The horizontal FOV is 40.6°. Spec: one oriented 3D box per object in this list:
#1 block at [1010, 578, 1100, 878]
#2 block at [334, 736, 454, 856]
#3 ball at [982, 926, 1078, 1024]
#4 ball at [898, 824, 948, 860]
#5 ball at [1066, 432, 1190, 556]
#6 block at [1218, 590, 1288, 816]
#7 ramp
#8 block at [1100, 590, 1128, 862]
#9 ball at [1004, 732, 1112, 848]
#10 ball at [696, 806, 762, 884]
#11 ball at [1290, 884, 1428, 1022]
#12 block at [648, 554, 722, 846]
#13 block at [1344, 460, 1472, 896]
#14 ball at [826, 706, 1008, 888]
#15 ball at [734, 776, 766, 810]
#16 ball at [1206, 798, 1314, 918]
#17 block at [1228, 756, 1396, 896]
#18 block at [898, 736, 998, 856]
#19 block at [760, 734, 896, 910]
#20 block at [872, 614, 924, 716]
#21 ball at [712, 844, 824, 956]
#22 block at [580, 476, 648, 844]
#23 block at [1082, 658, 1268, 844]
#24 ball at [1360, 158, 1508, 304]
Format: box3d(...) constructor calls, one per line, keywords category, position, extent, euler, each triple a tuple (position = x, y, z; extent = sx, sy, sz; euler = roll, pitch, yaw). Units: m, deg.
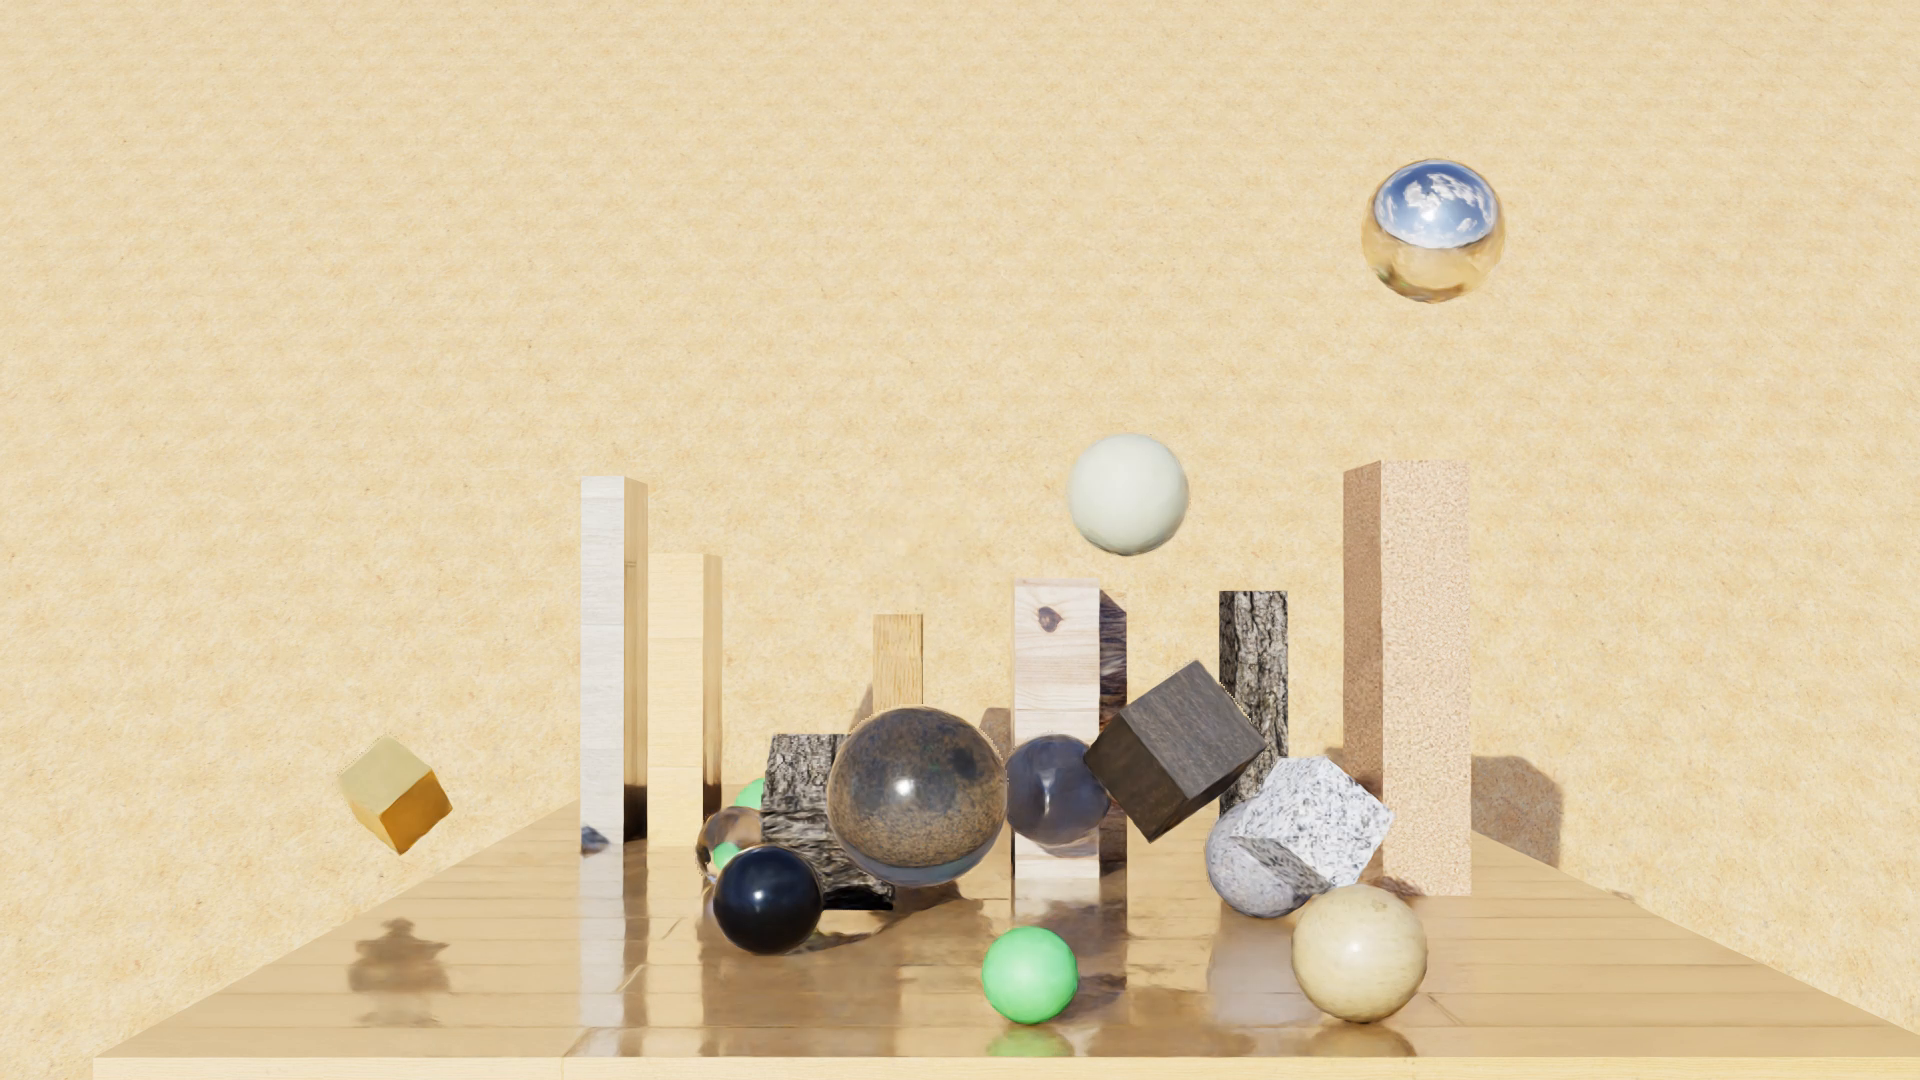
box3d(category="block", position=(0.169, 0.332, 4.711), extent=(0.147, 0.523, 0.378), euler=(0, -1, 0))
box3d(category="block", position=(-0.956, 0.431, 4.385), extent=(0.120, 0.120, 0.120), euler=(31, 62, 31))
box3d(category="ball", position=(0.081, 0.501, 2.987), extent=(0.112, 0.112, 0.112), euler=(0, 33, 0))
box3d(category="ball", position=(-0.081, 0.512, 4.851), extent=(0.169, 0.169, 0.169), euler=(0, 33, 0))
box3d(category="ball", position=(0.180, -0.049, 2.784), extent=(0.133, 0.133, 0.133), euler=(0, 33, 0))
box3d(category="block", position=(0.608, 0.357, 5.393), extent=(0.107, 0.502, 0.322), euler=(0, -1, 0))
box3d(category="ramp", position=(0.074, 0.645, 4.768), extent=(2.000, 0.100, 4.000), euler=(0, -1, 0))
box3d(category="block", position=(0.262, 0.348, 5.024), extent=(0.094, 0.504, 0.429), euler=(0, -1, 0))
box3d(category="ball", position=(0.161, 0.425, 4.422), extent=(0.195, 0.195, 0.195), euler=(0, 33, 0))
box3d(category="ball", position=(-0.367, 0.513, 4.313), extent=(0.144, 0.144, 0.144), euler=(0, 33, 0))
box3d(category="ball", position=(0.462, 0.478, 3.005), extent=(0.158, 0.158, 0.158), euler=(0, 33, 0))
box3d(category="block", position=(-0.560, 0.319, 5.319), extent=(0.107, 0.575, 0.418), euler=(0, -1, 0))
box3d(category="block", position=(0.767, 0.230, 4.484), extent=(0.145, 0.716, 0.428), euler=(0, -1, 0))
box3d(category="ball", position=(-0.049, 0.293, 2.968), extent=(0.207, 0.207, 0.207), euler=(0, 33, 0))
box3d(category="ball", position=(-0.337, 0.512, 4.737), extent=(0.164, 0.164, 0.164), euler=(0, 33, 0))
box3d(category="ball", position=(0.467, 0.486, 3.969), extent=(0.184, 0.184, 0.184), euler=(0, 33, 0))
box3d(category="block", position=(0.459, 0.373, 3.377), extent=(0.127, 0.127, 0.127), euler=(-55, 14, -17))
box3d(category="block", position=(-0.033, 0.465, 4.704), extent=(0.128, 0.128, 0.128), euler=(-25, 60, -33))
box3d(category="block", position=(-0.195, 0.429, 3.959), extent=(0.190, 0.190, 0.190), euler=(0, 32, 3))
box3d(category="block", position=(-0.145, 0.399, 6.118), extent=(0.113, 0.448, 0.250), euler=(0, -1, 0))
box3d(category="ball", position=(-0.263, 0.493, 3.554), extent=(0.152, 0.152, 0.152), euler=(0, 33, 0))
box3d(category="block", position=(-0.712, 0.242, 5.363), extent=(0.086, 0.731, 0.396), euler=(0, -1, 0))
box3d(category="block", position=(0.334, 0.331, 4.055), extent=(0.173, 0.173, 0.173), euler=(-31, 74, -30))
box3d(category="ball", position=(0.451, -0.294, 2.471), extent=(0.138, 0.138, 0.138), euler=(0, 33, 0))
